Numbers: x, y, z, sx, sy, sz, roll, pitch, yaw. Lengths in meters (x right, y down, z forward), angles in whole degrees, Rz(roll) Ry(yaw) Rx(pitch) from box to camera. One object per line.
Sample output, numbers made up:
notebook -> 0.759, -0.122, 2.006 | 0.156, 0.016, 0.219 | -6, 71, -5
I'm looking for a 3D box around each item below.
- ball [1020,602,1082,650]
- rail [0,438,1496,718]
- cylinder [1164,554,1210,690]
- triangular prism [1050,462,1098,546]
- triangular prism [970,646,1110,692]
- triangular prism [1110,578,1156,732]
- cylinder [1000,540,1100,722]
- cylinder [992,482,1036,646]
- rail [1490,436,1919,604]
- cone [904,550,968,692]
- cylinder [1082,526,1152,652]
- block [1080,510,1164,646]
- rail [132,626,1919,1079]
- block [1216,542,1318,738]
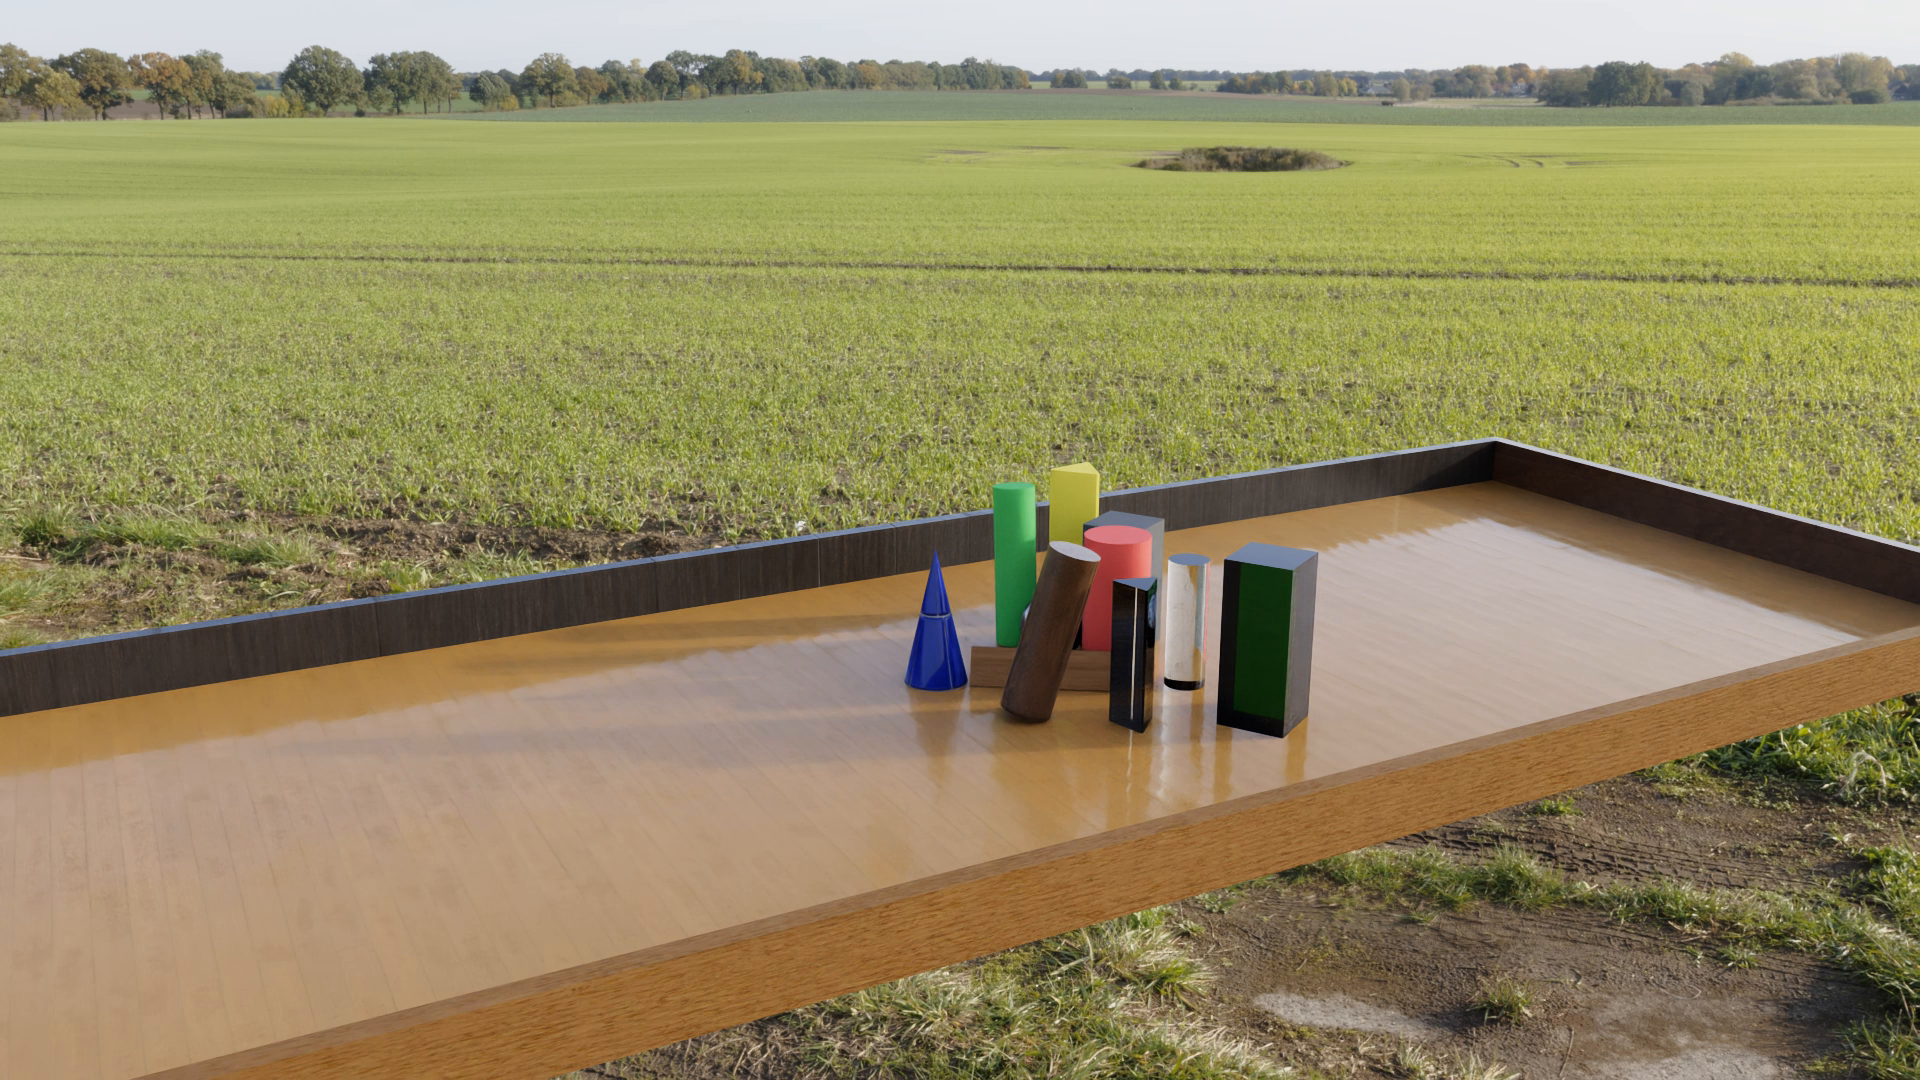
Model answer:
ball -> 0.242, 0.223, 4.293 | 0.171, 0.171, 0.171 | 0, 16, 0
rail -> -3.305, 0.497, 3.399 | 12.000, 0.150, 0.050 | -9, 18, -27
cylinder -> 0.562, 0.203, 4.087 | 0.102, 0.325, 0.102 | 0, 16, 0
triangular prism -> 0.334, 0.001, 4.602 | 0.138, 0.422, 0.120 | 7, 18, 22
triangular prism -> 0.236, 0.314, 4.122 | 0.416, 0.087, 0.101 | 2, 16, 6
triangular prism -> 0.422, 0.262, 3.845 | 0.091, 0.349, 0.105 | -14, 21, -40
cylinder -> 0.211, 0.215, 3.865 | 0.124, 0.410, 0.124 | 15, 16, -4
cylinder -> 0.147, 0.065, 4.372 | 0.111, 0.422, 0.111 | -1, 11, 0
rail -> 2.466, -0.048, 5.253 | 0.050, 0.150, 2.100 | -9, 18, -27
cone -> -0.060, 0.186, 4.106 | 0.160, 0.348, 0.160 | 0, 16, 0
cylinder -> 0.398, 0.156, 4.201 | 0.171, 0.352, 0.171 | 0, 16, 0
block -> 0.430, 0.113, 4.370 | 0.159, 0.338, 0.159 | 10, 19, 30
rail -> -2.336, 1.006, 1.665 | 12.000, 0.150, 0.050 | -9, 18, -27
block -> 0.717, 0.231, 3.850 | 0.165, 0.406, 0.165 | 10, 19, 30
